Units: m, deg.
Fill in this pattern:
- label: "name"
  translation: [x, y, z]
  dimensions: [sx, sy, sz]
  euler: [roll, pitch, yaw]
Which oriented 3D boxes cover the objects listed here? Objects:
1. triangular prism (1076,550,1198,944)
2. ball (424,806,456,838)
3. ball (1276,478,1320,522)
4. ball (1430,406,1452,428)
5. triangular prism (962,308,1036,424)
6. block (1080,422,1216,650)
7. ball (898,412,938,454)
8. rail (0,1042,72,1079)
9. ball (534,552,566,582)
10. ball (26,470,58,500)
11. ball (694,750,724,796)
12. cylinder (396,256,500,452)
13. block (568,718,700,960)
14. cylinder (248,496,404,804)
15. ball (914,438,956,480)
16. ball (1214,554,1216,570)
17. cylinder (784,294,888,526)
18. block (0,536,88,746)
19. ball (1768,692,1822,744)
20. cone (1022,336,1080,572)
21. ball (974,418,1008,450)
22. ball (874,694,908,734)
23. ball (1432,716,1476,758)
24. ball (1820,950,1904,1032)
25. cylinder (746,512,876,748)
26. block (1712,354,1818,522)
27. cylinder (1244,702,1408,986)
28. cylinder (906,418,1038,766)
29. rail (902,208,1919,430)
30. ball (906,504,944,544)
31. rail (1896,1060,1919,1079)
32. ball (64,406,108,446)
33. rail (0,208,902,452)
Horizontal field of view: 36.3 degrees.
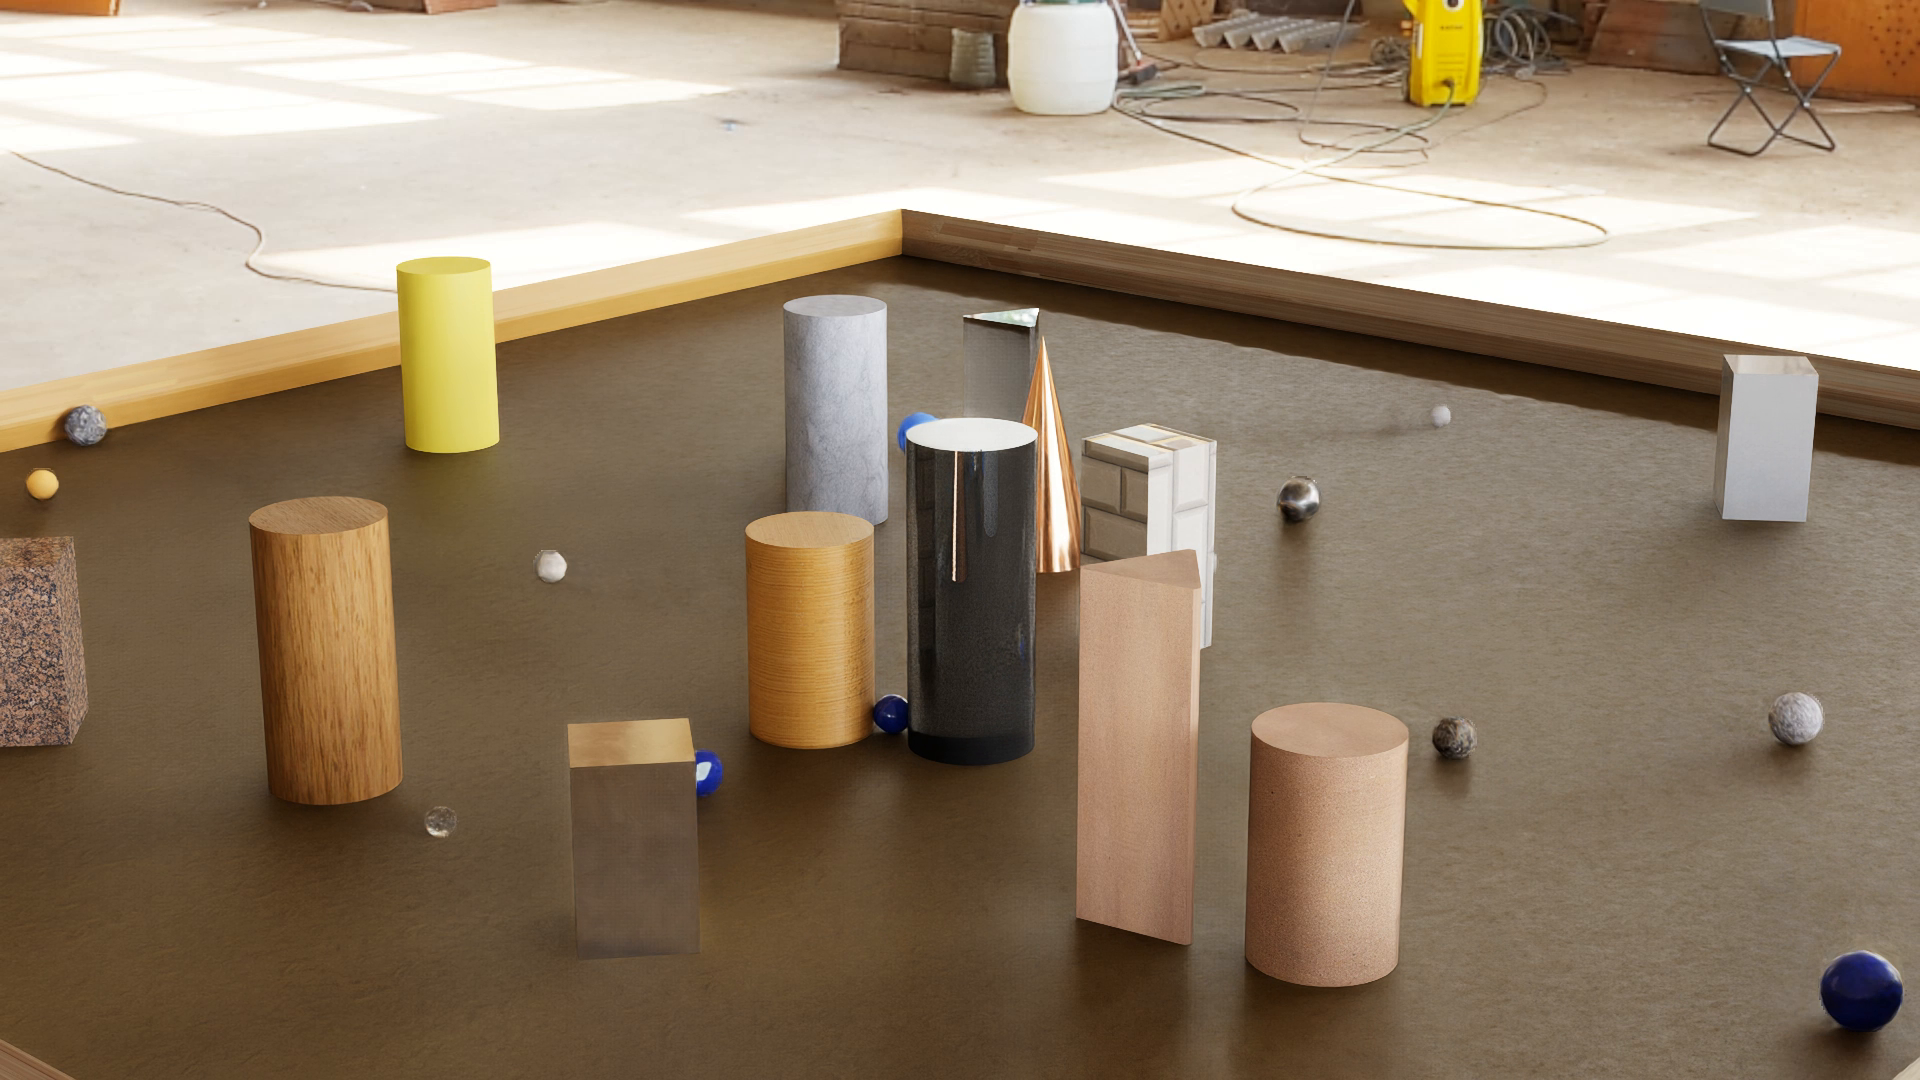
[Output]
- label: "triangular prism"
  translation: [0.260, 0.257, 3.770]
  dimensions: [0.168, 0.476, 0.145]
  euler: [10, 20, 31]
- label: "ball"
  translation: [-0.721, 0.391, 4.073]
  dimensions: [0.044, 0.044, 0.044]
  euler: [0, 17, 0]
- label: "ball"
  translation: [0.640, -0.076, 5.557]
  dimensions: [0.081, 0.081, 0.081]
  euler: [0, 17, 0]
- label: "ball"
  translation: [1.022, -0.262, 6.236]
  dimensions: [0.046, 0.046, 0.046]
  euler: [0, 17, 0]
- label: "triangular prism"
  translation: [0.116, -0.312, 5.964]
  dimensions: [0.168, 0.298, 0.145]
  euler: [11, 20, 33]
- label: "block"
  translation: [0.308, 0.005, 4.821]
  dimensions: [0.155, 0.351, 0.155]
  euler: [-14, 22, -39]
- label: "ball"
  translation: [-0.078, -0.211, 5.976]
  dimensions: [0.097, 0.097, 0.097]
  euler: [0, 17, 0]
- label: "rail"
  translation: [-1.420, 0.504, 3.554]
  dimensions: [4.228, 0.126, 0.045]
  euler: [14, 22, 39]
- label: "ball"
  translation: [-0.725, 0.048, 5.190]
  dimensions: [0.056, 0.056, 0.056]
  euler: [0, 17, 0]
- label: "ball"
  translation: [-1.784, -0.108, 5.701]
  dimensions: [0.058, 0.058, 0.058]
  euler: [0, 17, 0]
- label: "ball"
  translation: [-0.374, 0.336, 4.217]
  dimensions: [0.067, 0.067, 0.067]
  euler: [0, 17, 0]
- label: "cylinder"
  translation: [-1.061, -0.386, 6.079]
  dimensions: [0.193, 0.373, 0.193]
  euler: [0, 17, 0]
- label: "block"
  translation: [-0.416, 0.380, 3.738]
  dimensions: [0.155, 0.260, 0.155]
  euler: [-2, 17, -8]
- label: "cylinder"
  translation: [-0.912, 0.158, 4.226]
  dimensions: [0.193, 0.403, 0.193]
  euler: [0, 17, 0]
- label: "ball"
  translation: [-0.050, -0.162, 5.841]
  dimensions: [0.082, 0.082, 0.082]
  euler: [0, 17, 0]
- label: "ball"
  translation: [0.414, 0.039, 5.179]
  dimensions: [0.079, 0.079, 0.079]
  euler: [0, 17, 0]
- label: "cylinder"
  translation: [-0.234, -0.242, 5.540]
  dimensions: [0.193, 0.409, 0.193]
  euler: [0, 17, 0]
- label: "block"
  translation: [-1.427, 0.154, 4.449]
  dimensions: [0.155, 0.281, 0.155]
  euler: [-2, 17, -6]
- label: "ball"
  translation: [1.258, 0.269, 4.419]
  dimensions: [0.079, 0.079, 0.079]
  euler: [0, 17, 0]
- label: "cone"
  translation: [0.148, -0.167, 5.286]
  dimensions: [0.193, 0.412, 0.193]
  euler: [0, 17, 0]
- label: "ball"
  translation: [0.065, -0.219, 6.052]
  dimensions: [0.068, 0.068, 0.068]
  euler: [0, 17, 0]
- label: "ball"
  translation: [-0.102, 0.265, 4.463]
  dimensions: [0.060, 0.060, 0.060]
  euler: [0, 17, 0]
- label: "ball"
  translation: [0.735, 0.294, 4.362]
  dimensions: [0.063, 0.063, 0.063]
  euler: [0, 17, 0]
- label: "ball"
  translation: [1.076, 0.538, 3.498]
  dimensions: [0.096, 0.096, 0.096]
  euler: [0, 17, 0]
- label: "cylinder"
  translation: [-0.226, 0.135, 4.452]
  dimensions: [0.193, 0.316, 0.193]
  euler: [0, 17, 0]
- label: "block"
  translation: [1.537, -0.196, 5.602]
  dimensions: [0.155, 0.285, 0.155]
  euler: [2, 17, 7]
- label: "cylinder"
  translation: [0.457, 0.379, 3.667]
  dimensions: [0.193, 0.303, 0.193]
  euler: [0, 17, 0]
- label: "cylinder"
  translation: [0.017, 0.076, 4.362]
  dimensions: [0.193, 0.481, 0.193]
  euler: [0, 17, 0]
- label: "rail"
  translation: [1.420, -0.441, 6.686]
  dimensions: [4.228, 0.126, 0.045]
  euler: [14, 22, 39]
- label: "ball"
  translation: [-0.064, -0.030, 5.419]
  dimensions: [0.072, 0.072, 0.072]
  euler: [0, 17, 0]
- label: "rail"
  translation: [1.578, 0.427, 3.808]
  dimensions: [0.045, 0.126, 4.379]
  euler: [14, 22, 39]
- label: "ball"
  translation: [-1.815, -0.238, 6.090]
  dimensions: [0.084, 0.084, 0.084]
  euler: [0, 17, 0]
- label: "rail"
  translation: [-1.578, -0.364, 6.432]
  dimensions: [0.045, 0.126, 4.379]
  euler: [14, 22, 39]
